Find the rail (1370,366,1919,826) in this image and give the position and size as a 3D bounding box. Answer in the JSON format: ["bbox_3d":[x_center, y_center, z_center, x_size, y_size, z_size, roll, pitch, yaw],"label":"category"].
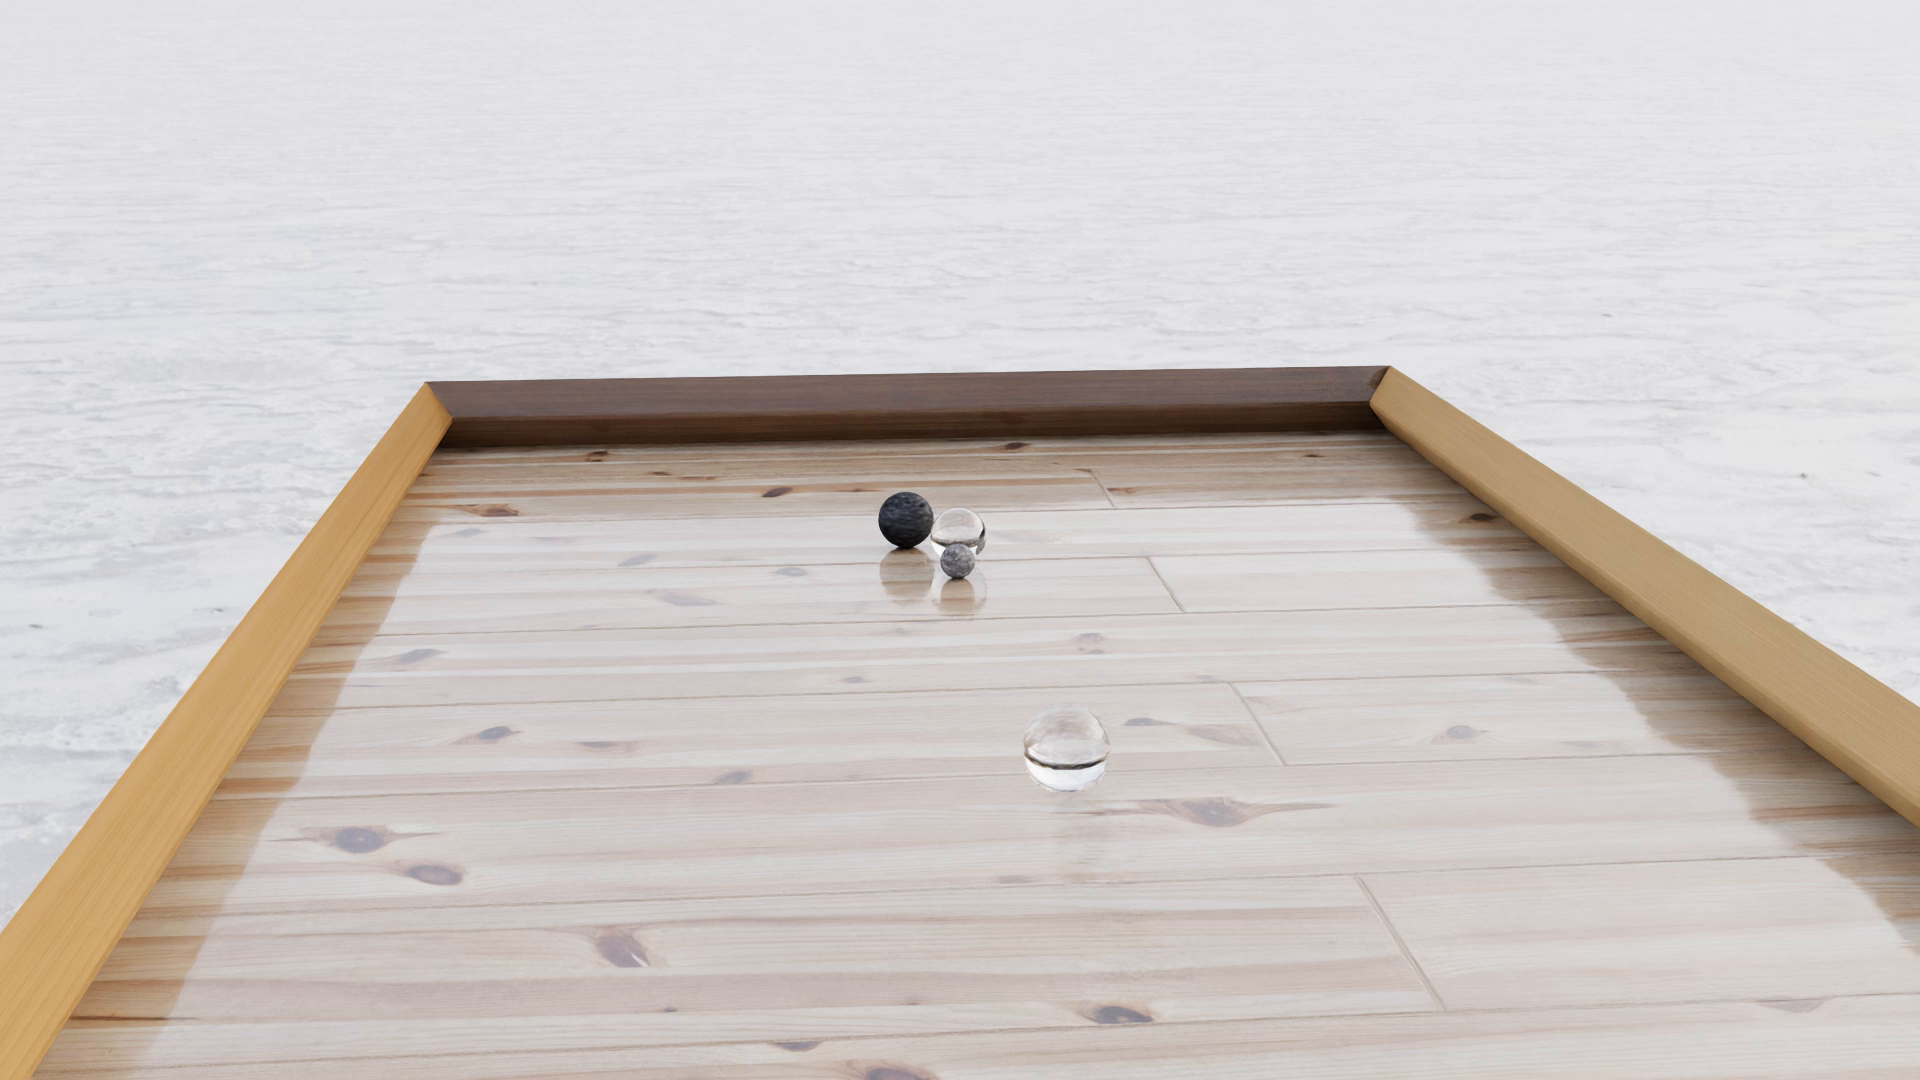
[{"bbox_3d":[0.801,0.153,2.091,0.045,0.103,2.982,-1,15,-5],"label":"rail"}]

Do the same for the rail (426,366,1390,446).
[{"bbox_3d":[-0.065,-0.206,3.439,1.520,0.103,0.045,-1,15,-5],"label":"rail"}]

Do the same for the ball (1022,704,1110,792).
[{"bbox_3d":[0.097,0.190,2.004,0.079,0.079,0.079,0,15,0],"label":"ball"}]

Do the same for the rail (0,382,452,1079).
[{"bbox_3d":[-0.666,0.188,1.962,0.045,0.103,2.982,-1,15,-5],"label":"rail"}]

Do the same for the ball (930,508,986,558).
[{"bbox_3d":[-0.002,-0.005,2.753,0.071,0.071,0.071,0,15,0],"label":"ball"}]

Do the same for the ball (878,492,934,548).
[{"bbox_3d":[-0.070,-0.026,2.829,0.072,0.072,0.072,0,15,0],"label":"ball"}]

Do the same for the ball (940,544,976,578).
[{"bbox_3d":[-0.003,0.026,2.690,0.043,0.043,0.043,0,15,0],"label":"ball"}]
